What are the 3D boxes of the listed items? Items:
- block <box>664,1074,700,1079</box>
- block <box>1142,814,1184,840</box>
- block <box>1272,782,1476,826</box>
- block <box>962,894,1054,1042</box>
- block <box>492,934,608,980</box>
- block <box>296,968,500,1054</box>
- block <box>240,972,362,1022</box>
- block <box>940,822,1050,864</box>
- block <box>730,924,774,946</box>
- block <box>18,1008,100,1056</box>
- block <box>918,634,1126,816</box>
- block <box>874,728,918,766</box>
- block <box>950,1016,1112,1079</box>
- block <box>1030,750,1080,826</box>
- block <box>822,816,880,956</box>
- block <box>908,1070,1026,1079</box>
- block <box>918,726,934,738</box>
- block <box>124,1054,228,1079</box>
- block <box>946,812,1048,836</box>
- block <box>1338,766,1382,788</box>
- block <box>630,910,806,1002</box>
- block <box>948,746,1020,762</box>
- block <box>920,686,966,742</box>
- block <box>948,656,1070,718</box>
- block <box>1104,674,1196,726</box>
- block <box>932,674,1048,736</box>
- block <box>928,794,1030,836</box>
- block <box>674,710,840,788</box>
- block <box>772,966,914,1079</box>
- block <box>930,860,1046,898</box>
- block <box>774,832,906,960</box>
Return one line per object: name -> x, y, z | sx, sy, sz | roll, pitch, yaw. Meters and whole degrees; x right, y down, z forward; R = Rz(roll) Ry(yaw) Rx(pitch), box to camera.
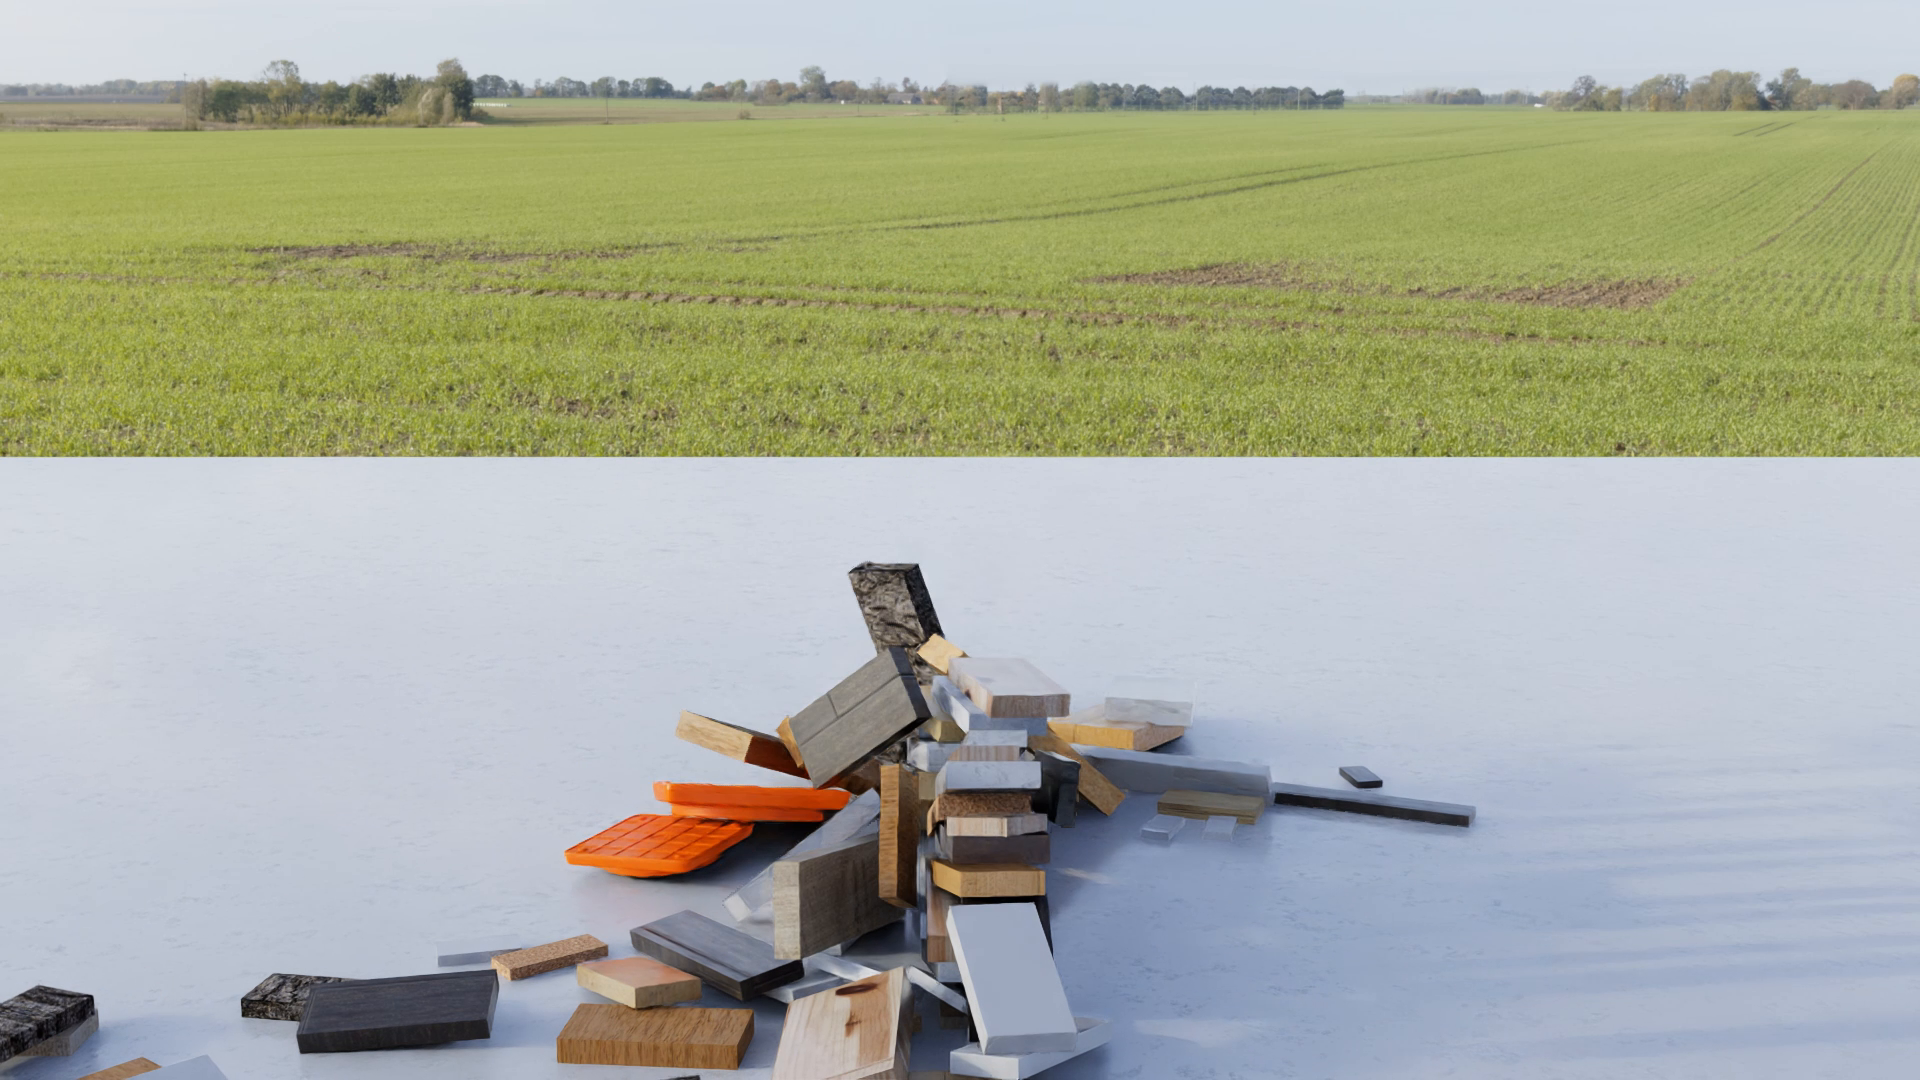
block -> -0.385, 0.725, 2.769 | 0.103, 0.029, 0.205 | -6, 4, -2
block -> 0.369, 0.522, 3.995 | 0.051, 0.014, 0.102 | 4, 11, 22
block -> 0.613, 0.482, 4.191 | 0.722, 0.020, 0.070 | 5, 10, 24
block -> 0.067, 0.579, 2.996 | 0.120, 0.034, 0.239 | 0, 36, -3
block -> -0.627, 0.638, 3.364 | 0.165, 0.018, 0.063 | -8, 13, -37
block -> -0.785, 0.660, 3.082 | 0.260, 0.033, 0.115 | -4, 25, -3
block -> -0.870, 0.667, 3.176 | 0.310, 0.028, 0.100 | 2, 11, 10
block -> 0.050, 0.458, 3.333 | 0.143, 0.041, 0.286 | 0, -4, -4
block -> -0.337, 0.629, 3.410 | 0.063, 0.018, 0.126 | -8, 13, -36
block -> -1.322, 0.687, 3.071 | 0.200, 0.028, 0.100 | 0, 11, 0
block -> 0.114, 0.342, 4.081 | 0.430, 0.051, 0.179 | 42, -5, -19
block -> -0.123, 0.382, 4.453 | 0.174, 0.049, 0.348 | -20, 12, -28
block -> 0.099, 0.678, 2.947 | 0.099, 0.028, 0.288 | -1, -2, 28
block -> 0.150, 0.398, 3.546 | 0.028, 0.099, 0.198 | 8, -2, -11
block -> -0.165, 0.548, 3.509 | 0.039, 0.138, 0.275 | -1, 10, 18
block -> 0.008, 0.763, 2.607 | 0.171, 0.048, 0.530 | 0, 11, -2
block -> -0.015, 0.343, 4.040 | 0.123, 0.035, 0.247 | 0, -5, -1
block -> -1.068, 0.733, 2.707 | 0.355, 0.035, 0.125 | -10, 31, -43
block -> 0.056, 0.416, 3.224 | 0.091, 0.026, 0.182 | -1, -5, 21
block -> 0.784, 0.464, 4.306 | 0.051, 0.014, 0.102 | -2, 11, -11
block -> -0.369, 0.619, 3.297 | 0.103, 0.029, 0.369 | -15, 11, -32
block -> 0.035, 0.344, 3.438 | 0.091, 0.026, 0.182 | 1, -11, -6
block -> -0.020, 0.303, 3.863 | 0.123, 0.035, 0.247 | 1, 10, -22
block -> 0.081, 0.250, 3.754 | 0.135, 0.038, 0.271 | 0, 10, -16
block -> 0.401, 0.334, 4.601 | 0.174, 0.049, 0.348 | 3, 4, 7
block -> 0.048, 0.282, 3.787 | 0.135, 0.038, 0.271 | 1, 10, -14
block -> 0.026, 0.455, 3.621 | 0.143, 0.041, 0.419 | 0, -11, -3
block -> -0.351, 0.400, 4.137 | 0.179, 0.051, 0.357 | 15, -6, 37
block -> -0.154, 0.677, 2.924 | 0.171, 0.048, 0.342 | -18, 10, 4
block -> 0.037, 0.485, 3.165 | 0.120, 0.034, 0.239 | 1, -4, -11
block -> -0.177, 0.533, 3.342 | 0.039, 0.138, 0.457 | -2, -2, 18
